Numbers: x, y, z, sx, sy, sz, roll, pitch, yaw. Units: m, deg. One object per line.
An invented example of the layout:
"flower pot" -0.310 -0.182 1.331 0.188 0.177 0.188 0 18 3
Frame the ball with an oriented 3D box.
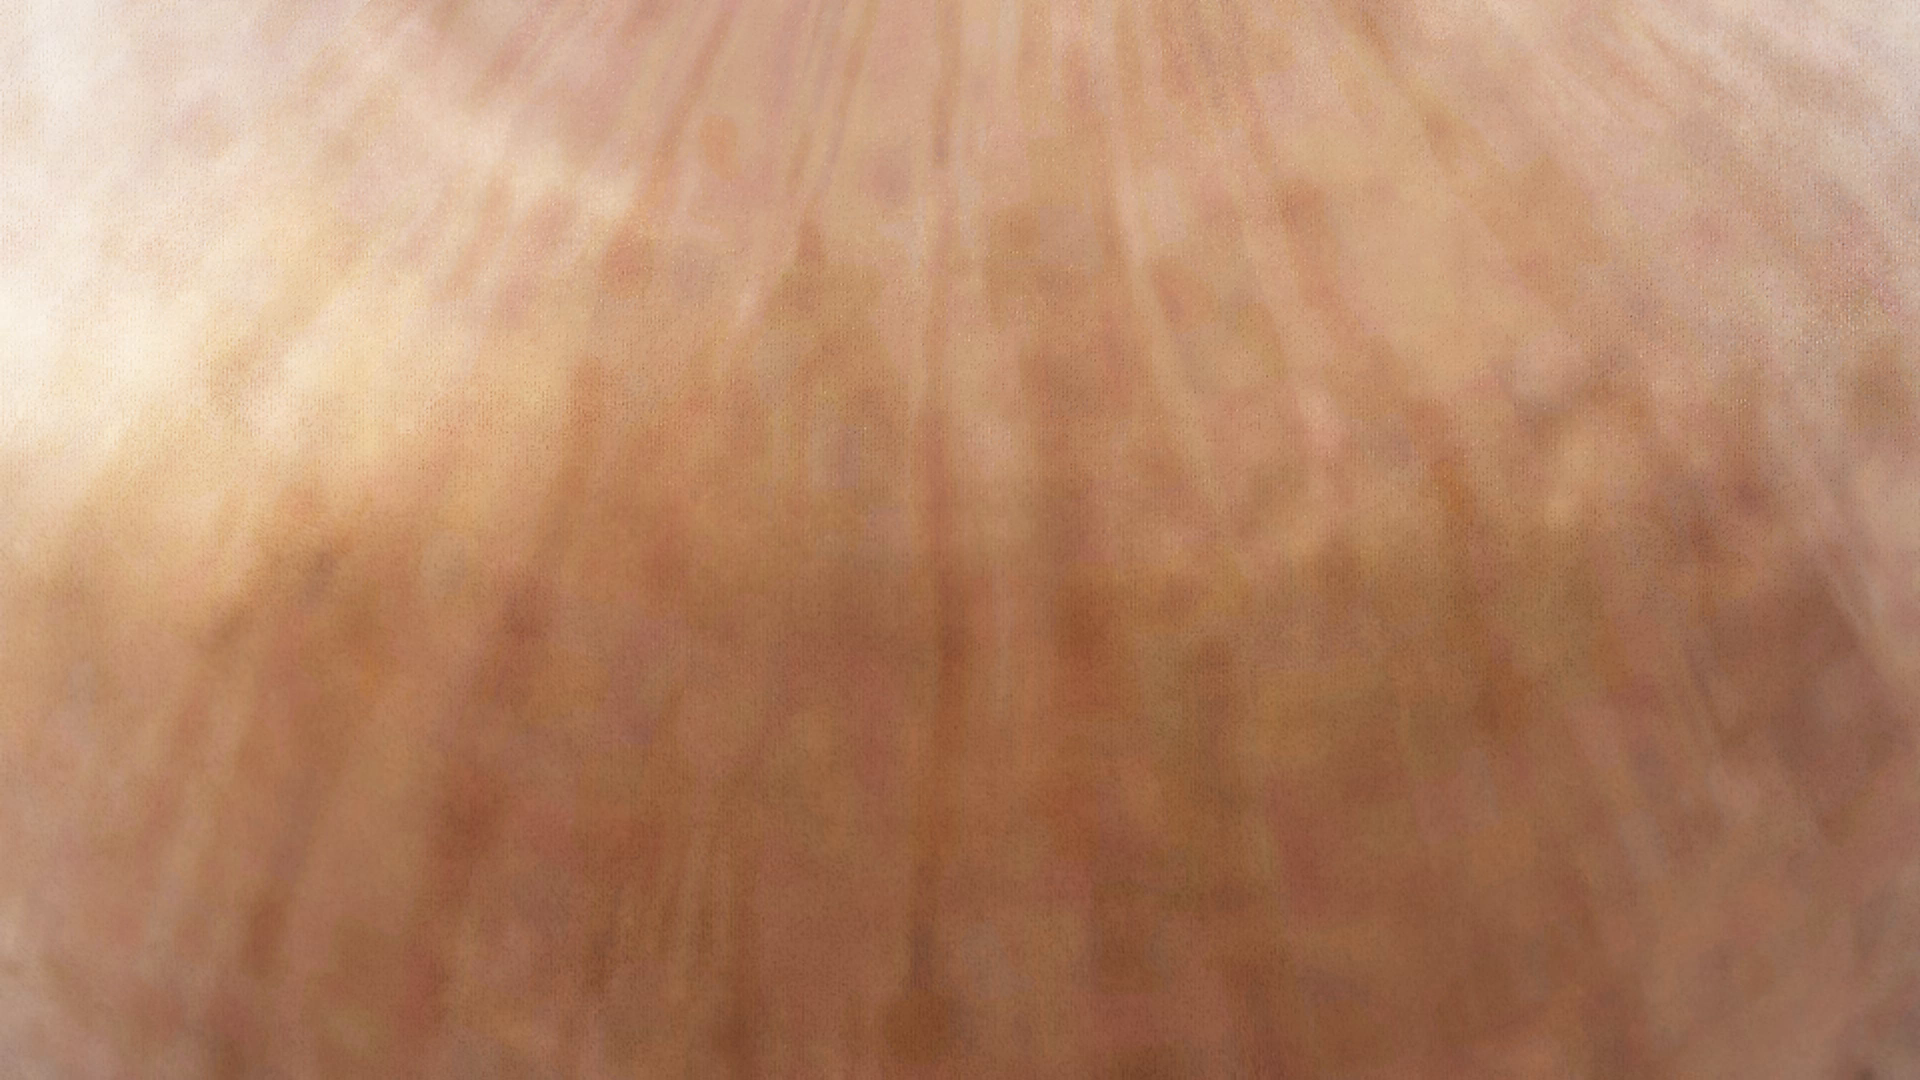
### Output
"ball" 0.000 -0.002 0.056 0.080 0.080 0.080 0 4 0
